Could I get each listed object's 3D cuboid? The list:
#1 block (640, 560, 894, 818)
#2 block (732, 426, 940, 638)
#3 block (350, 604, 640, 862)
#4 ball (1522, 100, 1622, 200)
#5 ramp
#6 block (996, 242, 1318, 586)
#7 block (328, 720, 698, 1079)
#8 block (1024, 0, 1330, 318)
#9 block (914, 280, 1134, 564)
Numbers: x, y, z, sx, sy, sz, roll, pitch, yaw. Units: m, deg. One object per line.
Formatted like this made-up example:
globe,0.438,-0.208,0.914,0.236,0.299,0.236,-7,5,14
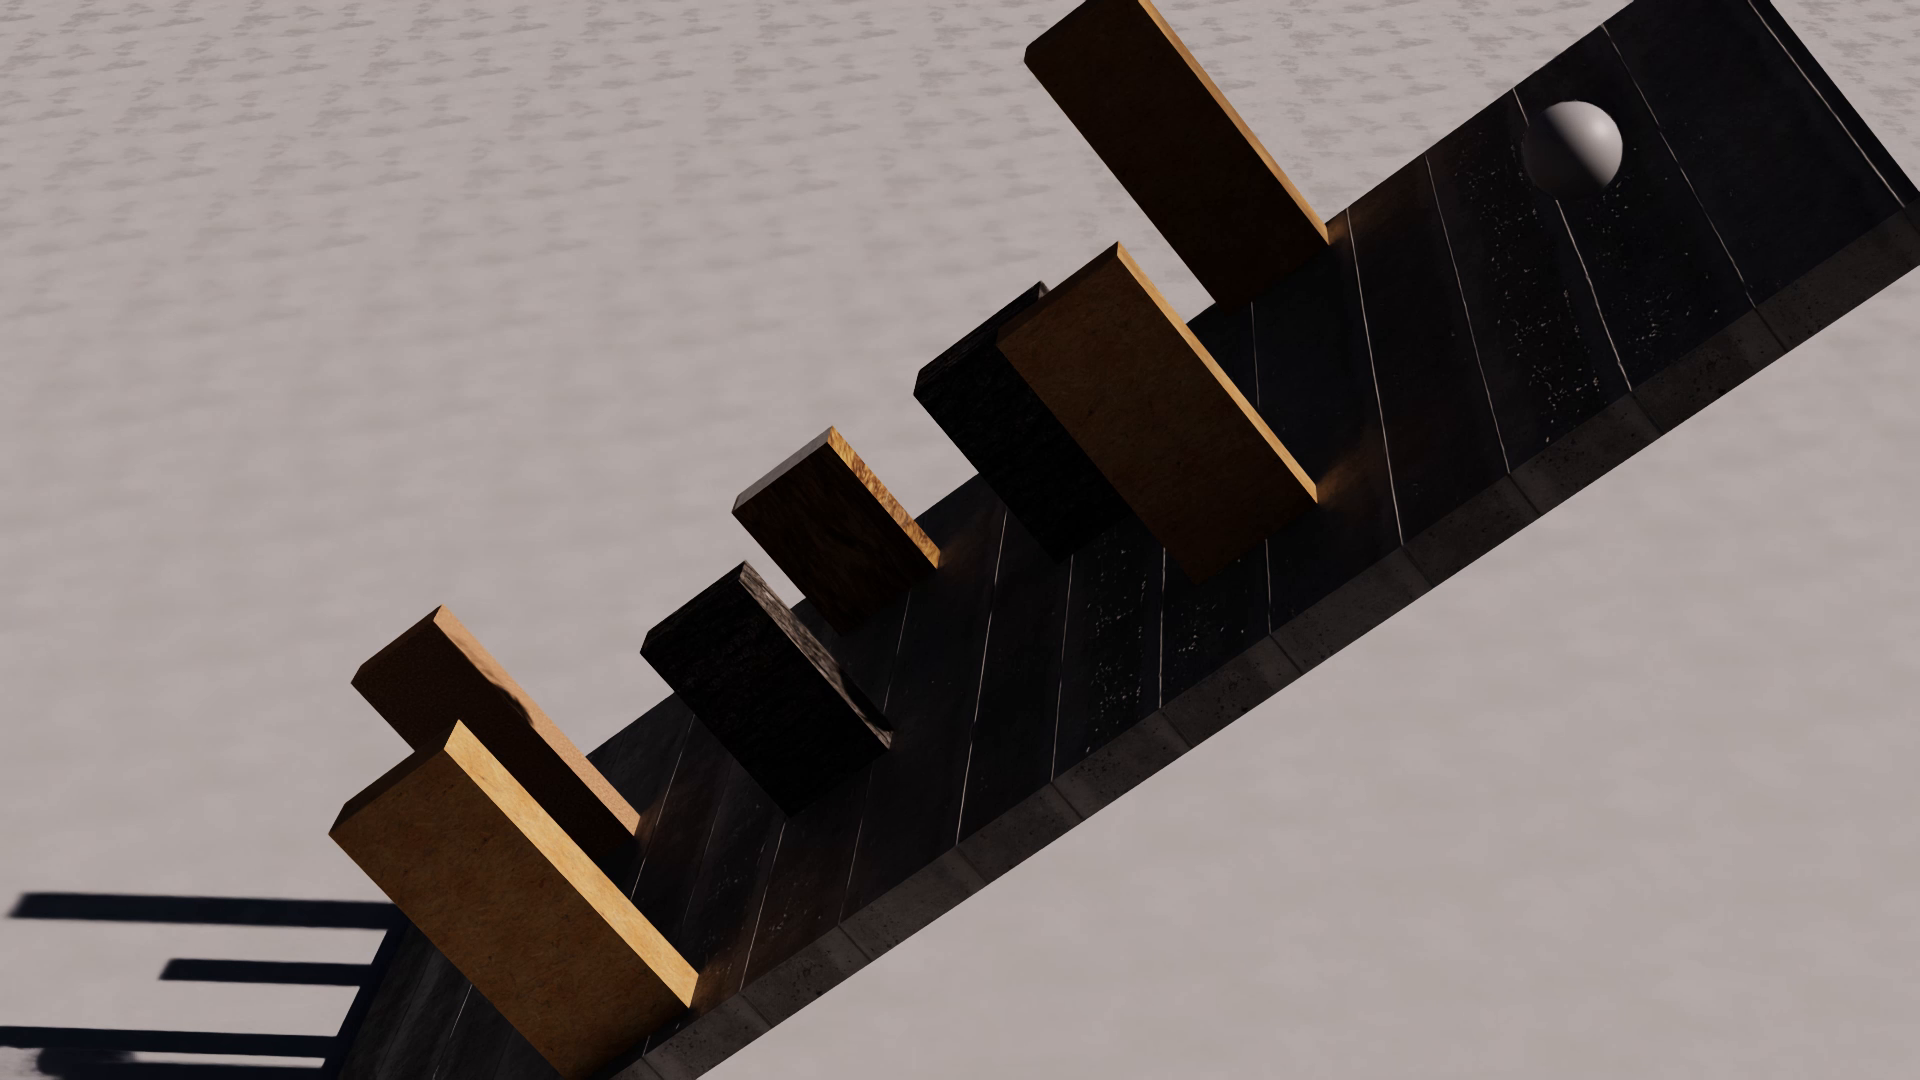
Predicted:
block,-0.400,0.313,6.119,0.271,0.482,0.106,-36,16,18
block,-0.290,-0.019,6.917,0.294,0.402,0.105,-36,16,18
block,-1.073,0.489,6.823,0.263,0.690,0.093,-36,16,18
ball,1.174,-0.748,5.638,0.188,0.188,0.188,0,23,0
ramp,0.123,0.184,6.336,4.000,0.100,2.000,-36,16,18
block,0.374,-0.234,5.552,0.285,0.617,0.091,-36,16,18
block,-0.859,0.708,5.698,0.305,0.704,0.123,-36,16,18
block,0.504,-0.913,6.808,0.290,0.773,0.142,-36,16,18
block,0.189,-0.248,6.257,0.334,0.490,0.149,-36,16,18
